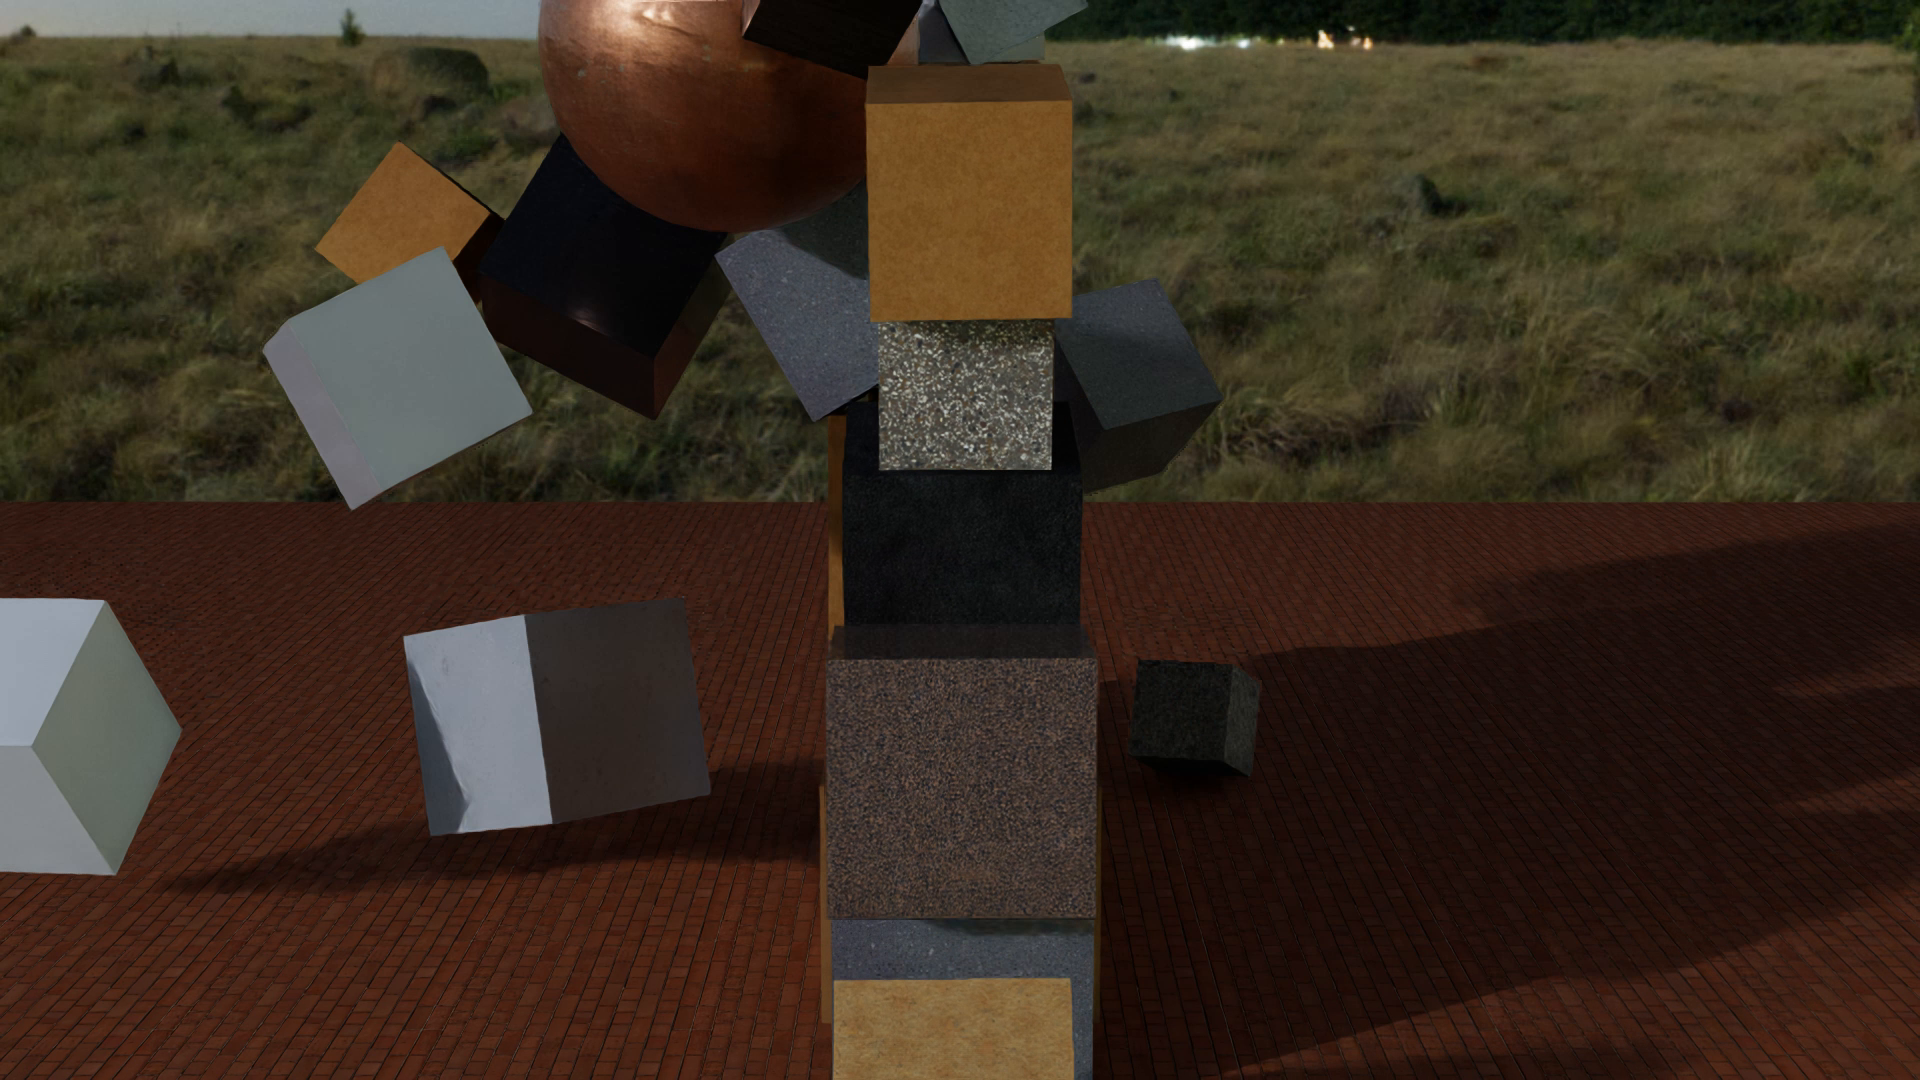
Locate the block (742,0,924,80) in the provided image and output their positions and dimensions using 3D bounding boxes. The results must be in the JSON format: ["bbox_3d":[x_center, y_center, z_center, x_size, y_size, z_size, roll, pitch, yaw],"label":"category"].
[{"bbox_3d":[-0.453,-2.218,9.701,0.548,0.592,0.598,15,48,-21],"label":"block"}]

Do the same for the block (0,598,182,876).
[{"bbox_3d":[-3.852,0.808,10.556,0.792,0.837,0.769,0,46,13],"label":"block"}]

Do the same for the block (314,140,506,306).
[{"bbox_3d":[-2.627,-1.452,12.573,0.581,0.659,0.683,38,1,7],"label":"block"}]

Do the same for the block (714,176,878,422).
[{"bbox_3d":[-0.488,-1.172,12.002,0.859,0.882,0.829,-30,3,7],"label":"block"}]

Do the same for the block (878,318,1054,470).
[{"bbox_3d":[0.019,-0.681,9.796,0.640,0.623,0.765,0,20,0],"label":"block"}]

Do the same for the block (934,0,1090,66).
[{"bbox_3d":[0.144,-2.575,11.538,0.586,0.630,0.544,-28,19,4],"label":"block"}]

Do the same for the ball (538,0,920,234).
[{"bbox_3d":[-0.967,-2.096,10.799,1.600,1.600,1.600,0,10,0],"label":"ball"}]

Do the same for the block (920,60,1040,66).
[{"bbox_3d":[0.050,-1.965,12.711,0.742,0.696,0.700,1,1,7],"label":"block"}]

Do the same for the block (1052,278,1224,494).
[{"bbox_3d":[0.814,-0.861,14.856,0.847,0.845,0.860,-16,-21,-31],"label":"block"}]

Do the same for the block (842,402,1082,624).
[{"bbox_3d":[0.000,0.123,10.122,0.890,1.109,0.949,0,20,-1],"label":"block"}]

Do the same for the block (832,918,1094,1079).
[{"bbox_3d":[0.009,1.521,9.133,0.888,0.739,0.831,0,10,0],"label":"block"}]

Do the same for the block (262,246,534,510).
[{"bbox_3d":[-2.182,-0.616,9.922,0.655,0.719,0.654,-31,7,-23],"label":"block"}]

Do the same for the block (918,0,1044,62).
[{"bbox_3d":[-0.041,-2.640,12.300,0.684,0.678,0.639,5,13,26],"label":"block"}]

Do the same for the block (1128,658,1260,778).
[{"bbox_3d":[1.173,0.891,12.812,0.490,0.482,0.503,2,-13,22],"label":"block"}]

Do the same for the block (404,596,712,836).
[{"bbox_3d":[-1.774,0.775,11.319,0.841,0.884,0.907,-10,-3,41],"label":"block"}]

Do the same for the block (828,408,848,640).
[{"bbox_3d":[-0.068,-0.096,12.082,0.996,1.018,0.979,0,5,4],"label":"block"}]

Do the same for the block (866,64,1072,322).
[{"bbox_3d":[0.028,-1.282,9.382,0.717,0.778,0.769,-1,20,-1],"label":"block"}]

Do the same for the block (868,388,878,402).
[{"bbox_3d":[0.009,-1.139,12.851,0.832,0.963,0.839,1,1,4],"label":"block"}]

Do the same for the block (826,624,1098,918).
[{"bbox_3d":[0.003,0.764,8.686,0.874,0.852,0.799,0,6,0],"label":"block"}]

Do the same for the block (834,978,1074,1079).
[{"bbox_3d":[-0.024,1.707,7.611,0.687,0.633,0.691,0,-26,-2],"label":"block"}]

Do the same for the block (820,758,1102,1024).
[{"bbox_3d":[0.003,1.281,9.954,1.041,0.917,0.863,0,10,0],"label":"block"}]

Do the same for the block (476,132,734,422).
[{"bbox_3d":[-1.701,-1.261,12.433,0.935,0.810,0.828,27,-18,3],"label":"block"}]
